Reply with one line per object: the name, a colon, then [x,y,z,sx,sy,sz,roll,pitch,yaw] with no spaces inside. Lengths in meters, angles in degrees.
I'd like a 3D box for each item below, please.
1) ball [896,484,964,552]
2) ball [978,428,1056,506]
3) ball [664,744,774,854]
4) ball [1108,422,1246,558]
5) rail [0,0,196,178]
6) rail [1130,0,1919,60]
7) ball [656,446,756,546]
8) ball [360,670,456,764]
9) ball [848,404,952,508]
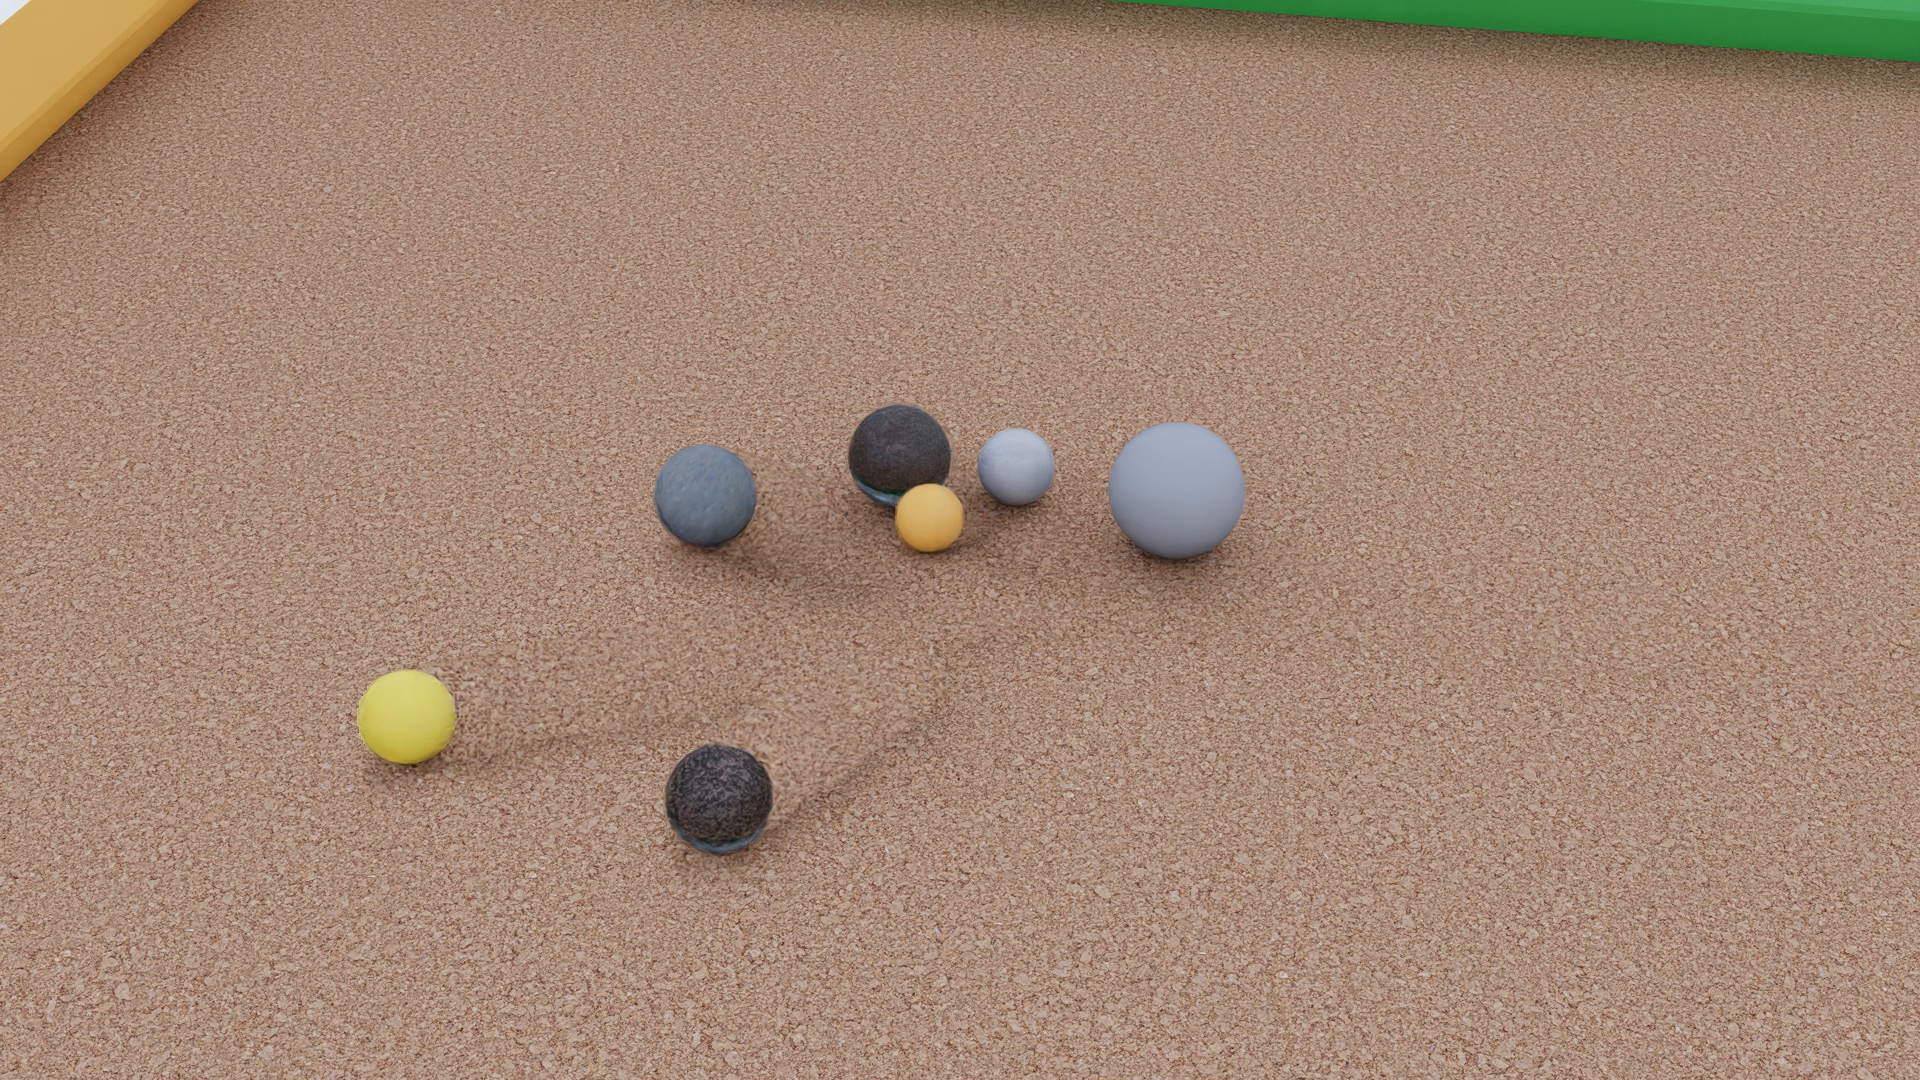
ball: [-0.022,-0.016,1.870,0.050,0.050,0.050,0,35,0]
ball: [0.042,-0.055,1.918,0.058,0.058,0.058,0,35,0]
ball: [-0.150,0.161,1.600,0.068,0.068,0.068,0,35,0]
ball: [0.157,-0.036,1.856,0.099,0.099,0.099,0,35,0]
rail: [-0.949,-0.128,1.960,0.045,0.129,2.124,6,35,9]
rail: [1.167,-0.501,2.497,3.958,0.129,0.045,6,35,9]
ball: [-0.185,-0.032,1.872,0.074,0.074,0.074,0,35,0]
ball: [-0.360,0.115,1.671,0.062,0.062,0.062,0,35,0]
ball: [-0.045,-0.062,1.913,0.077,0.077,0.077,0,35,0]
